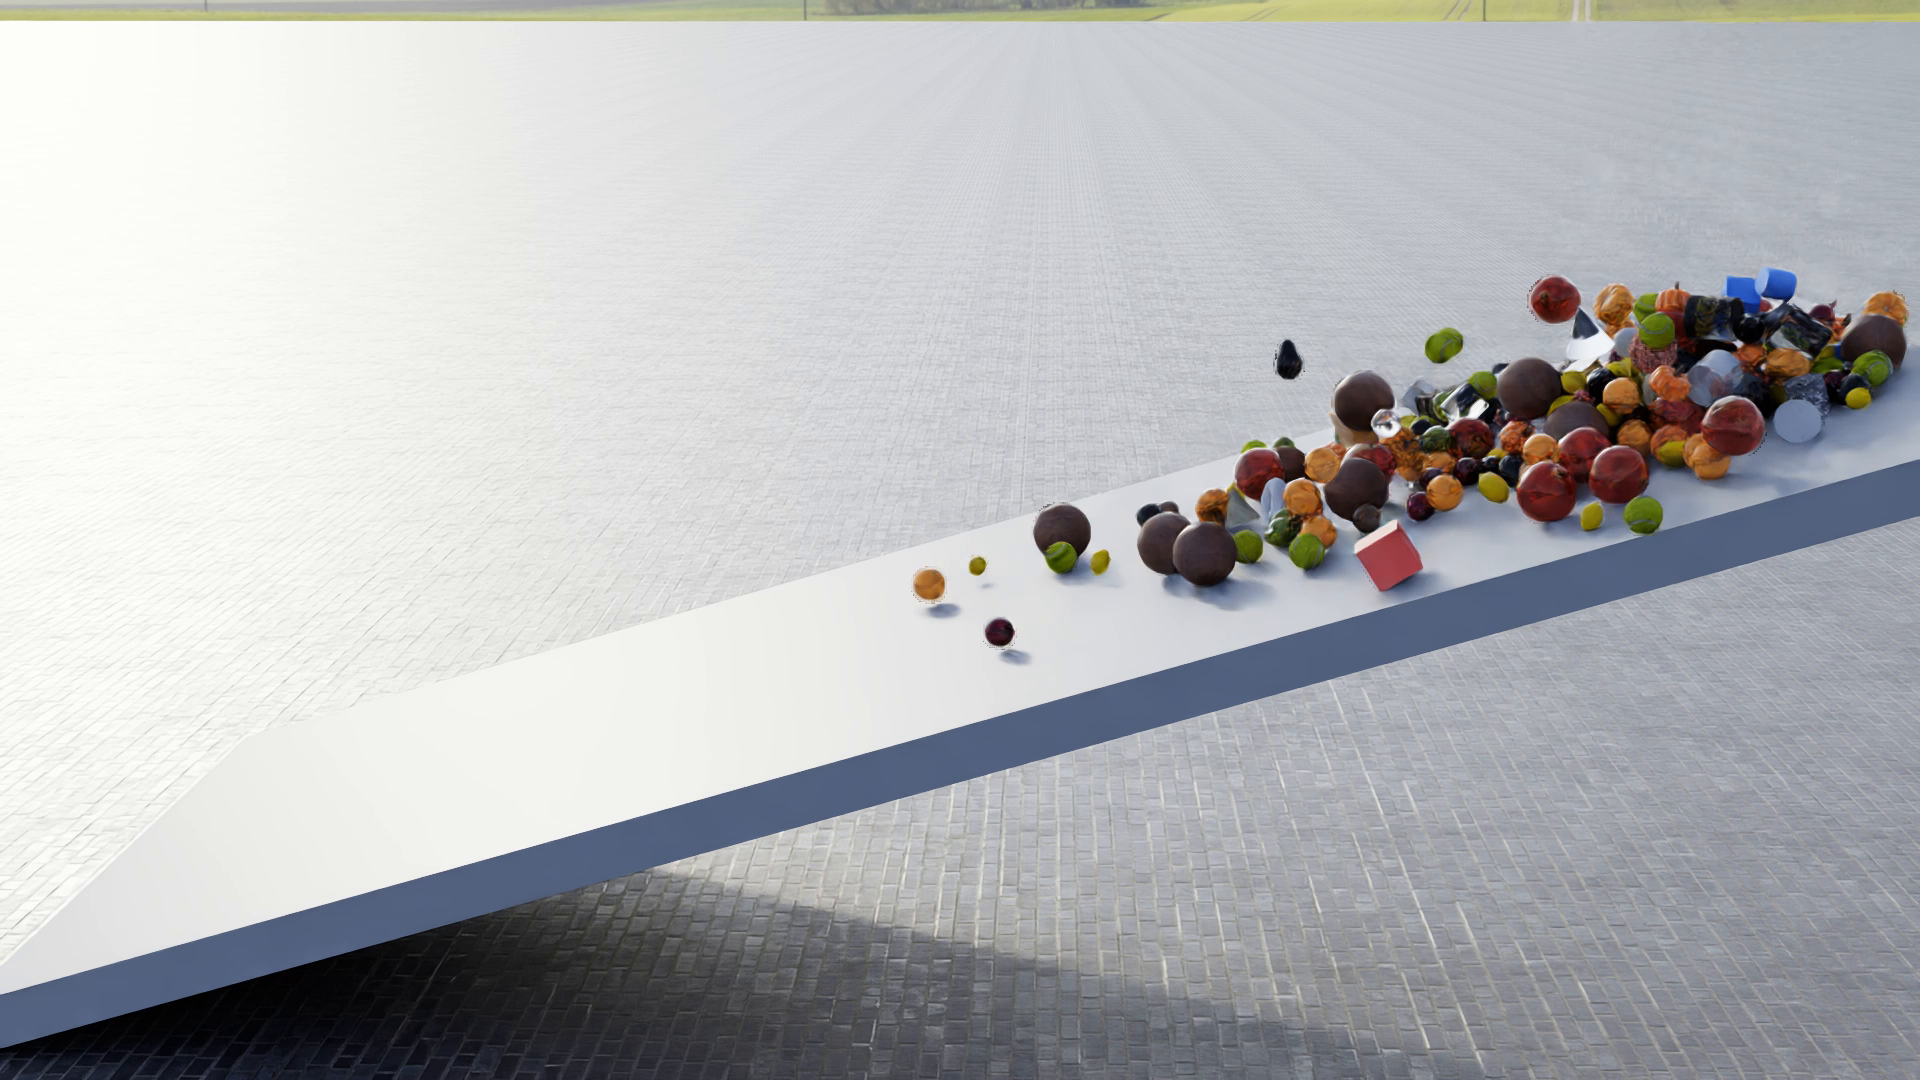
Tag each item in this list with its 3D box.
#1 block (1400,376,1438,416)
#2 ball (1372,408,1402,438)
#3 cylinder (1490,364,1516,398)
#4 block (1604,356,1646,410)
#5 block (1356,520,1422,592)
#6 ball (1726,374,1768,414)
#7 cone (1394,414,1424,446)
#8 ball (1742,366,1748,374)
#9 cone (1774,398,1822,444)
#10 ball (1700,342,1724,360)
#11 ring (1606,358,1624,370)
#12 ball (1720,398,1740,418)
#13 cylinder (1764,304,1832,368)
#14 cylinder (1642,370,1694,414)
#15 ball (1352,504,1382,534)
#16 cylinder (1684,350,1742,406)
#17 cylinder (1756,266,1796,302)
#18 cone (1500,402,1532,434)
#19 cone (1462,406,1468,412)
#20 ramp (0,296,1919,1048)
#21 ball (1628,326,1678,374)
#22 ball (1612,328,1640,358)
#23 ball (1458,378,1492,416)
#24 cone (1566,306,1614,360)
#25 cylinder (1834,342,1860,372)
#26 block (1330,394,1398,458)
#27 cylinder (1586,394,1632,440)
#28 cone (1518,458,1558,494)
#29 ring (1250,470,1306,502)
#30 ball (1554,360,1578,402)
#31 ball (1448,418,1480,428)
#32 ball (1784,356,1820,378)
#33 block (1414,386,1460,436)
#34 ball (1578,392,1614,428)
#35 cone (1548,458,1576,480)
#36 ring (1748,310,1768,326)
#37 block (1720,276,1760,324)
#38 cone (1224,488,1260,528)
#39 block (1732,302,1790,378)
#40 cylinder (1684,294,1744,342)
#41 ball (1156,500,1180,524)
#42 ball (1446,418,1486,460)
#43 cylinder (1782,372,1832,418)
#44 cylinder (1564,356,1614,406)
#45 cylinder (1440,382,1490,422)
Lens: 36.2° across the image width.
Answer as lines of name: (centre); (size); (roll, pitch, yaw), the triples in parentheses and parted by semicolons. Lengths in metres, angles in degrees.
block: (1.090, -0.339, 6.967); (0.059, 0.059, 0.059); (40, 33, 10)
ball: (0.866, -0.237, 5.978); (0.060, 0.060, 0.060); (0, 11, 0)
cylinder: (1.276, -0.375, 6.916); (0.057, 0.057, 0.057); (1, 45, 5)
block: (1.402, -0.331, 6.109); (0.081, 0.081, 0.081); (-32, -18, 17)
block: (0.789, 0.029, 5.417); (0.088, 0.088, 0.088); (-32, 7, 13)
ball: (1.578, -0.292, 5.902); (0.082, 0.082, 0.082); (0, 11, 0)
cone: (1.034, -0.232, 6.674); (0.079, 0.079, 0.079); (-5, 31, -27)
ball: (1.632, -0.345, 6.217); (0.066, 0.066, 0.066); (0, 11, 0)
cone: (1.598, -0.215, 5.625); (0.089, 0.089, 0.089); (2, -14, 11)
ball: (1.677, -0.414, 6.562); (0.054, 0.054, 0.054); (0, 11, 0)
ring: (1.425, -0.360, 6.326); (0.077, 0.077, 0.026); (0, 45, 0)
ball: (1.569, -0.274, 5.970); (0.050, 0.050, 0.050); (0, 11, 0)
cylinder: (1.684, -0.408, 5.905); (0.094, 0.094, 0.094); (36, 16, 4)
cylinder: (1.432, -0.302, 5.938); (0.081, 0.081, 0.081); (10, 9, -10)
ball: (0.819, -0.043, 5.917); (0.058, 0.058, 0.058); (0, 11, 0)
cylinder: (1.490, -0.320, 5.817); (0.087, 0.087, 0.087); (8, 30, 37)
cylinder: (1.652, -0.519, 5.956); (0.060, 0.060, 0.060); (11, 9, -8)
cone: (1.225, -0.255, 6.486); (0.071, 0.071, 0.071); (2, 39, 10)
cone: (1.143, -0.267, 6.693); (0.054, 0.054, 0.054); (-42, 4, 11)
ramp: (0.090, 0.187, 6.320); (4.000, 0.100, 2.000); (-16, 10, 5)
ball: (1.387, -0.379, 5.884); (0.095, 0.095, 0.095); (0, 11, 0)
ball: (1.389, -0.409, 6.111); (0.065, 0.065, 0.065); (0, 11, 0)
ball: (1.185, -0.328, 6.796); (0.090, 0.090, 0.090); (0, 11, 0)
cone: (1.271, -0.433, 5.989); (0.099, 0.099, 0.099); (-17, 23, 8)
cylinder: (1.835, -0.380, 6.083); (0.052, 0.052, 0.052); (-5, 16, 1)
block: (0.903, -0.256, 6.582); (0.095, 0.095, 0.095); (-28, 23, -11)
cylinder: (1.354, -0.256, 6.134); (0.074, 0.074, 0.074); (-22, 6, 3)
cone: (1.120, -0.110, 5.749); (0.079, 0.079, 0.079); (5, 25, 24)
ring: (0.712, -0.120, 6.568); (0.131, 0.044, 0.131); (-17, 10, 3)
ball: (1.385, -0.360, 6.628); (0.095, 0.095, 0.095); (0, 11, 0)
ball: (1.118, -0.250, 6.526); (0.072, 0.072, 0.072); (0, 11, 0)
ball: (1.744, -0.362, 6.092); (0.069, 0.069, 0.069); (0, 11, 0)
block: (1.113, -0.296, 6.741); (0.089, 0.089, 0.089); (-21, 11, -21)
ball: (1.356, -0.277, 6.234); (0.088, 0.088, 0.088); (0, 11, 0)
cone: (1.205, -0.134, 5.880); (0.054, 0.054, 0.054); (9, 10, -5)
ring: (1.748, -0.432, 6.319); (0.046, 0.139, 0.139); (-38, 20, -10)
block: (1.600, -0.492, 6.032); (0.066, 0.066, 0.066); (6, 56, 4)
cone: (0.595, -0.076, 6.334); (0.082, 0.082, 0.082); (-18, 3, 1)
block: (1.663, -0.410, 6.006); (0.098, 0.098, 0.098); (-39, -3, -16)
cylinder: (1.525, -0.450, 5.950); (0.090, 0.090, 0.090); (9, 14, 37)
ball: (0.468, -0.062, 6.619); (0.055, 0.055, 0.055); (0, 11, 0)
ball: (1.093, -0.218, 6.348); (0.087, 0.087, 0.087); (0, 11, 0)
cylinder: (1.659, -0.278, 5.761); (0.078, 0.078, 0.078); (-16, 10, 3)
cylinder: (1.318, -0.335, 6.161); (0.076, 0.076, 0.076); (-31, 15, 9)
cylinder: (1.107, -0.294, 6.453); (0.077, 0.077, 0.077); (-44, 13, 2)
